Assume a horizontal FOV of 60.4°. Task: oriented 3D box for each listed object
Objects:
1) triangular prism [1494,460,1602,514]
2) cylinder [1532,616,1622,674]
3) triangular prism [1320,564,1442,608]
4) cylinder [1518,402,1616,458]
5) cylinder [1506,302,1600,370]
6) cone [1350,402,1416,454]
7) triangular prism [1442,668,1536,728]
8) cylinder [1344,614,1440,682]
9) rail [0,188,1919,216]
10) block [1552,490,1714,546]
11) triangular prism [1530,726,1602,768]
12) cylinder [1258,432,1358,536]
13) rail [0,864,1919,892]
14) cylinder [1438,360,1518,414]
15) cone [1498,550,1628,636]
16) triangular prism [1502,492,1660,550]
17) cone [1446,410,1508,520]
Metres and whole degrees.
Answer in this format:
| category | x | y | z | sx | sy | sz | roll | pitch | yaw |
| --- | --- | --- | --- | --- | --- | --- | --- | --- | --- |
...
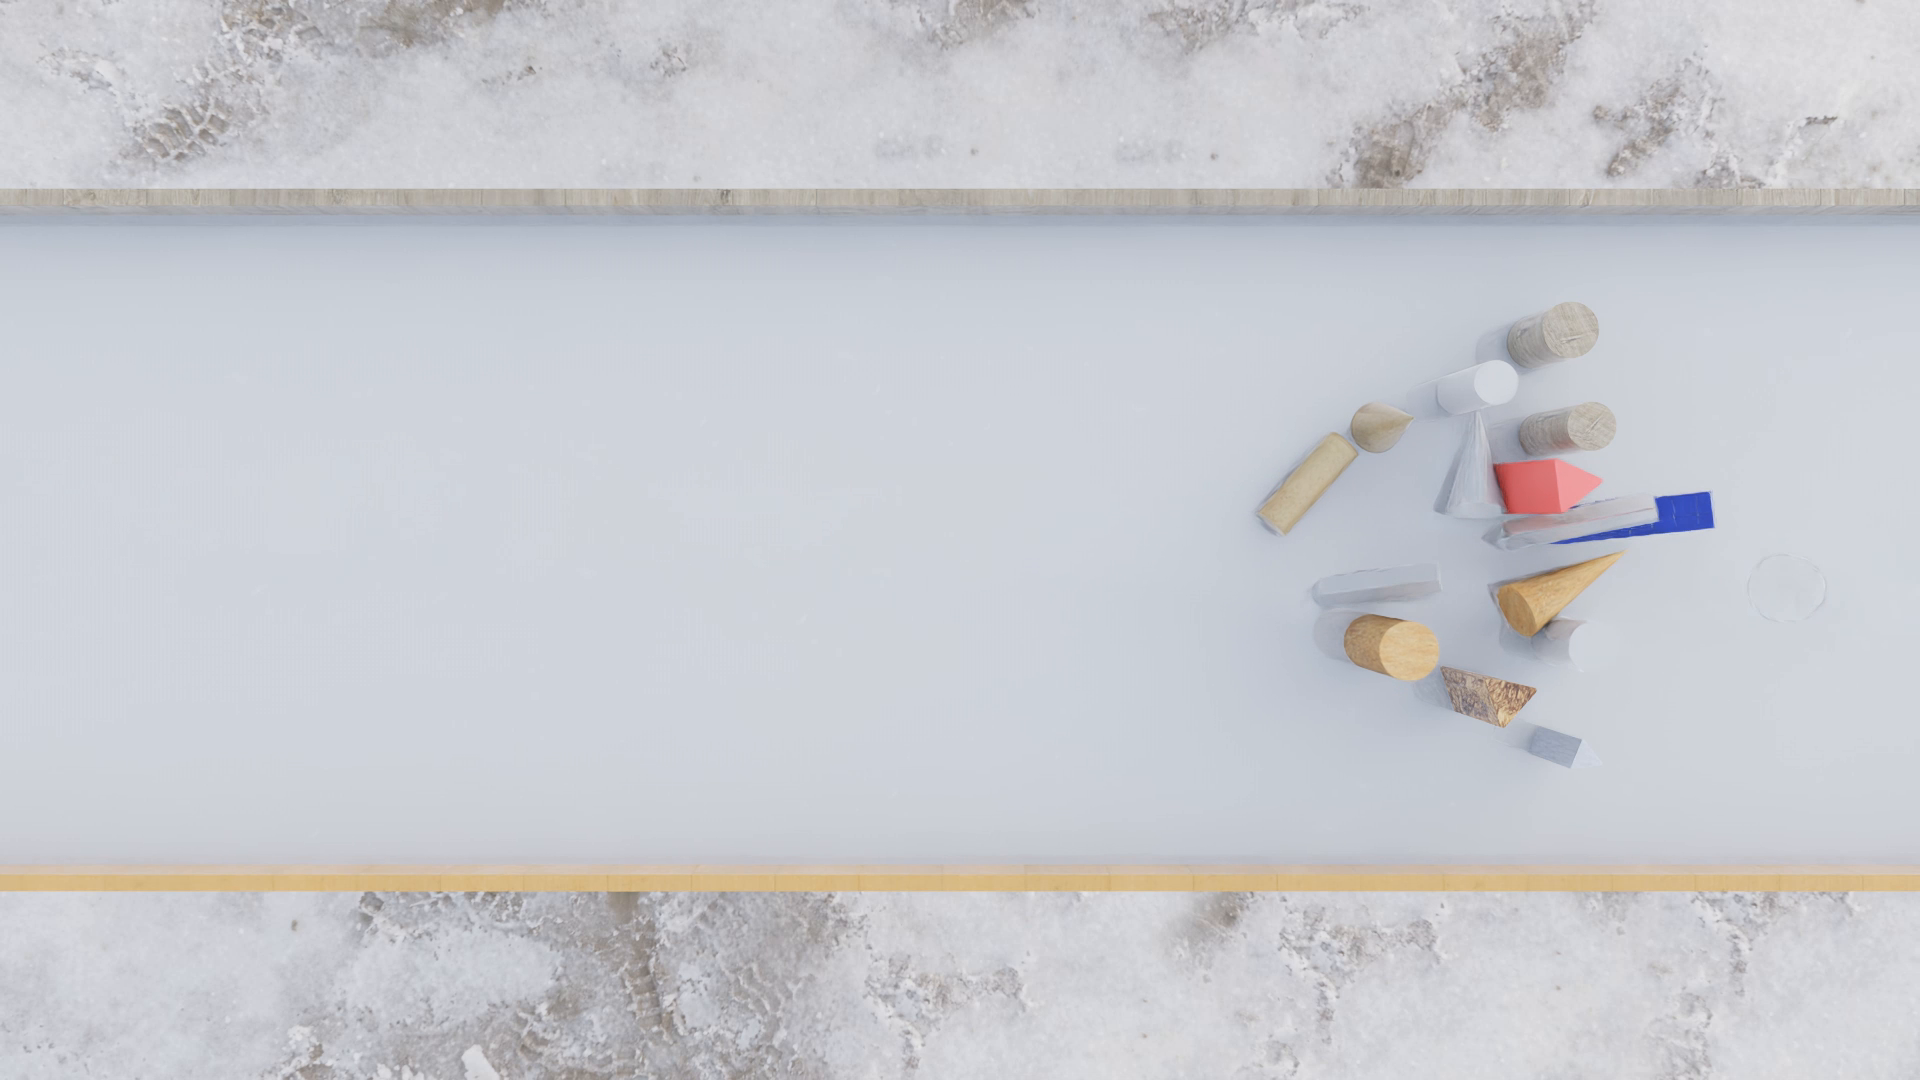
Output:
| category | x | y | z | sx | sy | sz | roll | pitch | yaw |
| --- | --- | --- | --- | --- | --- | --- | --- | --- | --- |
| triangular prism | 1.691 | -0.176 | 4.853 | 0.151 | 0.427 | 0.131 | -37 | 94 | -5 |
| cylinder | 1.834 | 0.310 | 4.921 | 0.153 | 0.312 | 0.153 | 0 | 90 | 0 |
| triangular prism | 1.263 | 0.139 | 4.975 | 0.348 | 0.078 | 0.090 | -9 | 89 | 21 |
| cylinder | 1.789 | -0.322 | 4.872 | 0.140 | 0.409 | 0.140 | 0 | 90 | 0 |
| cylinder | 1.764 | -0.607 | 4.919 | 0.164 | 0.314 | 0.164 | 0 | 90 | 0 |
| cone | 1.282 | -0.346 | 4.860 | 0.158 | 0.432 | 0.158 | 0 | 90 | 0 |
| triangular prism | 1.527 | 0.433 | 4.857 | 0.126 | 0.439 | 0.146 | 42 | 90 | 0 |
| cylinder | 1.265 | 0.313 | 4.859 | 0.169 | 0.435 | 0.169 | 0 | 90 | 0 |
| rail | -2.247 | -1.025 | 5.002 | 12.000 | 0.150 | 0.050 | 0 | 90 | 0 |
| block | 2.003 | -0.066 | 4.930 | 0.450 | 0.108 | 0.108 | -7 | 90 | 26 |
| triangular prism | 1.790 | 0.610 | 4.901 | 0.091 | 0.351 | 0.079 | -8 | 90 | 0 |
| cylinder | 1.060 | -0.171 | 5.021 | 0.110 | 0.110 | 0.334 | 42 | 90 | 0 |
| rail | -2.247 | 1.025 | 5.001 | 12.000 | 0.150 | 0.050 | 0 | 90 | 0 |
| cylinder | 1.532 | -0.451 | 4.894 | 0.127 | 0.364 | 0.127 | 0 | 90 | 0 |
| cone | 1.874 | 0.122 | 5.034 | 0.430 | 0.172 | 0.172 | -27 | 90 | -11 |
| triangular prism | 1.838 | -0.052 | 4.906 | 0.435 | 0.076 | 0.087 | -13 | 88 | 26 |
| cone | 1.578 | -0.252 | 5.034 | 0.176 | 0.176 | 0.340 | 5 | 76 | 0 |
